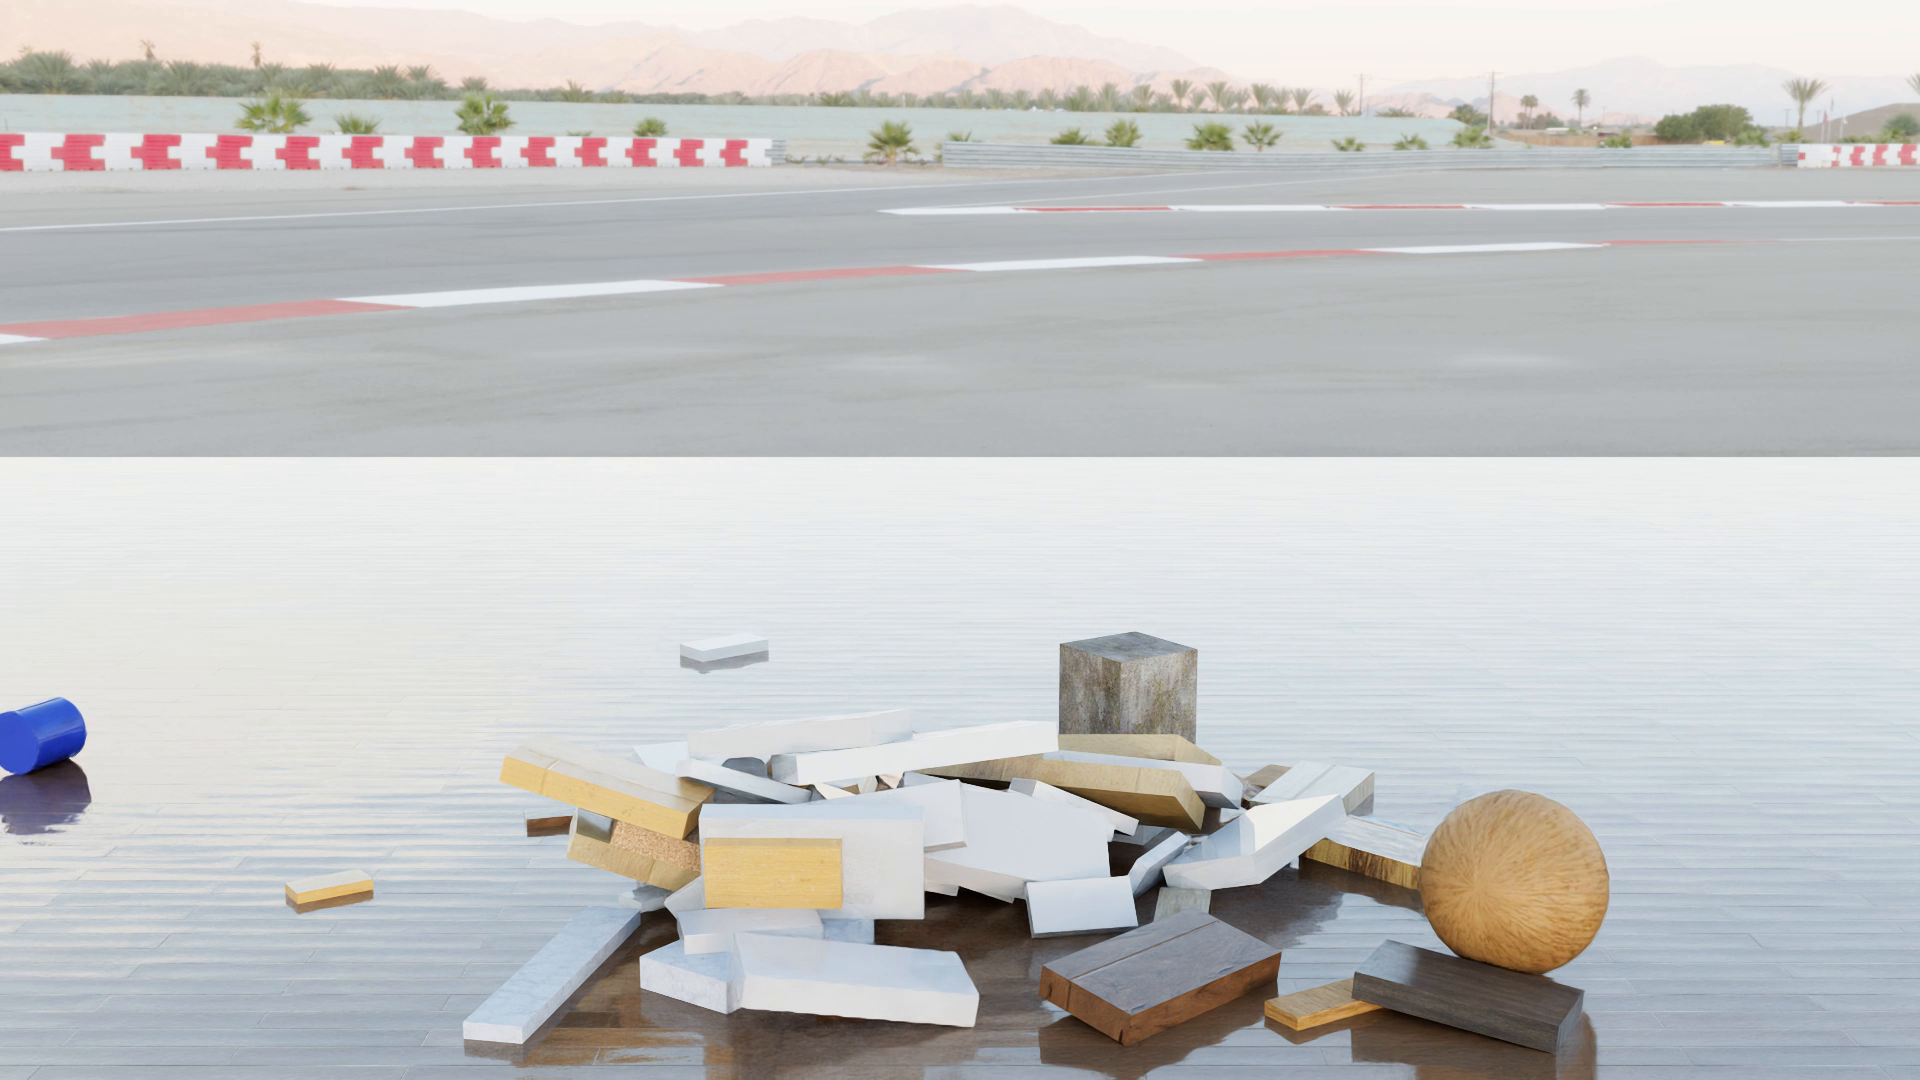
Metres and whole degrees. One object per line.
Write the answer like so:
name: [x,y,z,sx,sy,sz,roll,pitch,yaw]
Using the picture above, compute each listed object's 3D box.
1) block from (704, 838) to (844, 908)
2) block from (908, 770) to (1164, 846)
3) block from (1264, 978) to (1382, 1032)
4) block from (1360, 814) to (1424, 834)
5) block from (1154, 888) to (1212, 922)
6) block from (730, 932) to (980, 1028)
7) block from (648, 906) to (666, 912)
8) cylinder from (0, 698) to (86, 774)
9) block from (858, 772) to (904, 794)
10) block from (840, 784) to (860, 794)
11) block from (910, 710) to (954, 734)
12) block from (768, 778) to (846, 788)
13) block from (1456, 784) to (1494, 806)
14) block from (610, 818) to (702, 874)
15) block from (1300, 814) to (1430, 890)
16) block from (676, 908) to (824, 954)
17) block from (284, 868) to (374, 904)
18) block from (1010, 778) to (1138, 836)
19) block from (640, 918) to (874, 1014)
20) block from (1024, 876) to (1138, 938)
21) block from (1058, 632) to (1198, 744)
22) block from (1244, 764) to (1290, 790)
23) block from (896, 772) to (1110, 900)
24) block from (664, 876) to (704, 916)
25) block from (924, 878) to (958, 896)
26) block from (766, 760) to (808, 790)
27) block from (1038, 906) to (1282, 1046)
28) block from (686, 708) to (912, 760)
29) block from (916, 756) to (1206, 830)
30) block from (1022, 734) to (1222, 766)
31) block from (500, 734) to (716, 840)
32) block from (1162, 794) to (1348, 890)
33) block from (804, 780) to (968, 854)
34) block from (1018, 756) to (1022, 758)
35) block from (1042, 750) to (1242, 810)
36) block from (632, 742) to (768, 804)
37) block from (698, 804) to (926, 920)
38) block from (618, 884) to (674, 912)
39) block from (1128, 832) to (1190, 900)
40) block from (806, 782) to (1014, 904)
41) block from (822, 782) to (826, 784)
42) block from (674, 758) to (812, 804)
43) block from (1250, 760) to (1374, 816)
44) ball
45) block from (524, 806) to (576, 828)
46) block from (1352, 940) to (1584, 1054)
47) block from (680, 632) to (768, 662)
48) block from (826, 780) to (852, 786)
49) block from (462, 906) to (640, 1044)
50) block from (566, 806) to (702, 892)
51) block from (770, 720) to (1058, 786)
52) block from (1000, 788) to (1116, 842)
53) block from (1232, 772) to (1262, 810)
block: [-0.285,0.511,3.373,0.209,0.104,0.030,0,18,1]
block: [0.129,0.484,4.104,0.525,0.049,0.173,5,12,26]
block: [0.535,0.670,3.184,0.183,0.020,0.072,-7,12,-31]
block: [0.763,0.526,3.961,0.067,0.019,0.134,-7,13,-34]
block: [0.359,0.601,3.544,0.084,0.024,0.168,2,11,9]
block: [-0.154,0.632,3.162,0.335,0.047,0.167,8,9,-13]
block: [-0.483,0.586,3.643,0.118,0.017,0.059,-10,14,-43]
cylinder: [-1.842,0.391,4.394,0.128,0.128,0.128,5,9,23]
block: [0.005,0.475,3.731,0.351,0.050,0.176,22,4,-10]
block: [-0.171,0.477,3.985,0.185,0.026,0.093,-12,30,-32]
block: [-0.092,0.398,4.626,0.097,0.027,0.193,-6,12,-30]
block: [-0.297,0.477,4.006,0.185,0.026,0.093,10,34,-5]
block: [0.970,0.491,4.147,0.067,0.019,0.134,3,11,14]
block: [-0.413,0.500,3.604,0.313,0.044,0.157,20,10,-10]
block: [0.749,0.544,3.805,0.147,0.042,0.294,-10,14,-42]
block: [-0.319,0.588,3.335,0.209,0.030,0.104,-2,11,-13]
block: [-1.055,0.579,3.679,0.128,0.018,0.064,-7,13,-34]
block: [0.196,0.463,3.814,0.206,0.029,0.103,23,-12,-20]
block: [-0.304,0.625,3.349,0.171,0.049,0.343,8,13,35]
block: [0.192,0.583,3.491,0.168,0.084,0.024,-2,-30,-11]
block: [0.348,0.320,4.569,0.203,0.203,0.203,-7,13,-34]
block: [0.605,0.467,4.273,0.072,0.020,0.143,7,12,32]
block: [0.069,0.492,3.579,0.351,0.050,0.175,14,40,-13]
block: [-0.397,0.561,3.473,0.128,0.064,0.018,-34,15,14]
block: [-0.092,0.554,3.672,0.176,0.025,0.088,12,6,-7]
block: [-0.246,0.468,3.800,0.031,0.219,0.109,-47,32,-20]
block: [0.297,0.635,3.224,0.343,0.049,0.171,-10,24,-44]
block: [-0.267,0.326,3.673,0.335,0.047,0.167,-7,-2,21]
block: [0.177,0.443,3.903,0.489,0.047,0.165,2,-27,25]
block: [0.297,0.407,4.063,0.329,0.047,0.165,-4,-24,36]
block: [-0.570,0.398,3.573,0.313,0.044,0.157,17,11,7]
block: [0.507,0.517,3.751,0.173,0.049,0.346,-14,3,36]
block: [-0.193,0.462,3.482,0.406,0.103,0.029,-10,-29,9]
block: [0.017,0.419,4.265,0.219,0.031,0.109,14,-10,-28]
block: [0.328,0.429,3.948,0.329,0.047,0.165,4,-16,20]
block: [-0.451,0.466,3.806,0.193,0.193,0.193,-4,11,-19]
block: [-0.227,0.499,3.410,0.343,0.171,0.049,0,20,1]
block: [-0.492,0.579,3.591,0.059,0.017,0.118,10,14,43]
block: [0.321,0.547,3.666,0.024,0.084,0.168,36,25,19]
block: [-0.082,0.500,3.654,0.351,0.050,0.175,21,5,-17]
block: [-0.314,0.458,4.131,0.093,0.026,0.185,2,19,23]
block: [-0.362,0.407,3.661,0.209,0.030,0.104,18,-13,-18]
block: [0.665,0.481,4.140,0.147,0.042,0.294,5,12,27]
ball: [0.833,0.516,3.308,0.278,0.278,0.278,0,11,0]
block: [-0.738,0.509,4.056,0.126,0.018,0.063,-3,11,-16]
block: [0.729,0.652,3.156,0.294,0.042,0.147,11,14,27]
block: [-0.575,0.261,5.365,0.193,0.027,0.097,-9,14,-39]
block: [-0.180,0.496,4.090,0.259,0.031,0.109,8,13,37]
block: [-0.604,0.645,3.302,0.088,0.025,0.480,2,11,12]
block: [-0.484,0.520,3.606,0.313,0.044,0.157,20,10,-12]
block: [-0.076,0.352,3.659,0.448,0.047,0.167,-6,-2,-19]
block: [0.148,0.471,3.735,0.206,0.029,0.103,21,-17,-19]
block: [0.505,0.461,4.145,0.134,0.019,0.067,28,27,15]
